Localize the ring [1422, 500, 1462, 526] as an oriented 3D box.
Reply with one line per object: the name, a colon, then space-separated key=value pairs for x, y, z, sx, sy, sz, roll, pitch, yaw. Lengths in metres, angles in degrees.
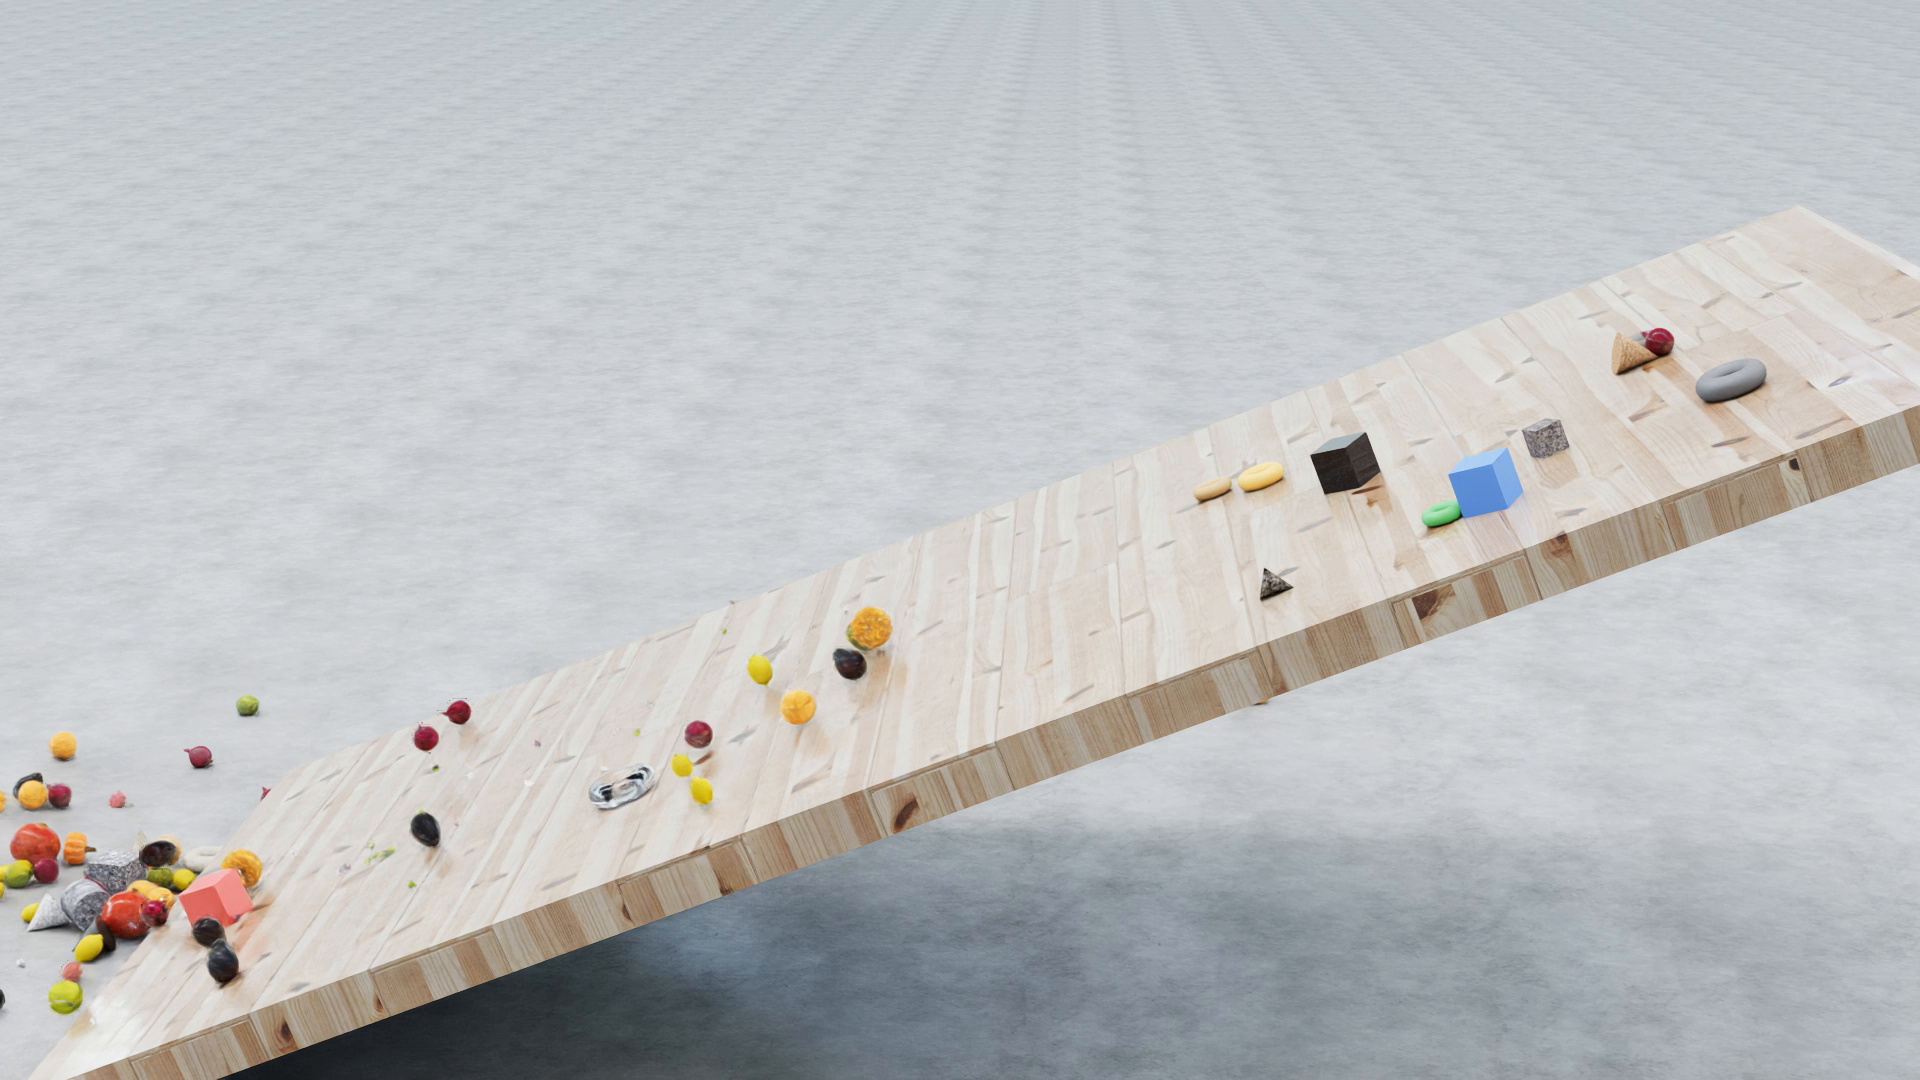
ring: x=0.913 y=-0.050 z=5.561 sx=0.083 sy=0.028 sz=0.083 roll=-20 pitch=12 yaw=4

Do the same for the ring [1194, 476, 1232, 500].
ring: x=0.556 y=-0.114 z=6.476 sx=0.089 sy=0.030 sz=0.089 roll=-22 pitch=11 yaw=4

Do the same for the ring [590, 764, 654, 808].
ring: x=-0.684 y=0.496 z=5.946 sx=0.143 sy=0.048 sz=0.143 roll=-20 pitch=13 yaw=5

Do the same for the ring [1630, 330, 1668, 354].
ring: x=1.443 y=-0.413 z=6.207 sx=0.107 sy=0.036 sz=0.107 roll=-20 pitch=13 yaw=5

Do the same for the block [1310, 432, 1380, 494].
block: x=0.799 y=-0.160 z=6.097 sx=0.090 sy=0.090 sz=0.090 roll=-11 pitch=16 yaw=41

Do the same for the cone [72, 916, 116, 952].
cone: x=-1.939 y=0.895 z=6.542 sx=0.086 sy=0.086 sz=0.086 roll=-28 pitch=16 yaw=-1

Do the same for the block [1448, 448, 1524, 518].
block: x=0.987 y=-0.107 z=5.524 sx=0.091 sy=0.091 sz=0.091 roll=-14 pitch=14 yaw=34

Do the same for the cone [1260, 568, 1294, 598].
cone: x=0.598 y=0.085 z=5.523 sx=0.061 sy=0.061 sz=0.061 roll=7 pitch=15 yaw=8

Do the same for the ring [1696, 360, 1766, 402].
ring: x=1.479 y=-0.307 z=5.643 sx=0.137 sy=0.046 sz=0.137 roll=-22 pitch=13 yaw=5

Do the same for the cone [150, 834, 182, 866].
cone: x=-1.897 y=0.743 z=7.051 sx=0.075 sy=0.075 sz=0.075 roll=-6 pitch=-5 yaw=-24

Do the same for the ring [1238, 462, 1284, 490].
ring: x=0.654 y=-0.138 z=6.399 sx=0.105 sy=0.035 sz=0.105 roll=-20 pitch=13 yaw=5

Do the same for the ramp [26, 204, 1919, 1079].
ramp: x=0.121 y=0.174 z=6.292 sx=4.000 sy=0.100 sz=2.000 roll=-20 pitch=12 yaw=7

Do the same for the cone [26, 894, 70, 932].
cone: x=-2.085 y=0.863 z=6.676 sx=0.088 sy=0.088 sz=0.088 roll=-39 pitch=32 yaw=-26

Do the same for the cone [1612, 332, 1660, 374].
cone: x=1.412 y=-0.385 z=6.122 sx=0.089 sy=0.089 sz=0.089 roll=5 pitch=14 yaw=0

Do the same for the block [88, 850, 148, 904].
block: x=-1.968 y=0.787 z=6.872 sx=0.094 sy=0.094 sz=0.094 roll=3 pitch=14 yaw=13

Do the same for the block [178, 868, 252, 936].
block: x=-1.578 y=0.766 z=6.234 sx=0.094 sy=0.094 sz=0.094 roll=-18 pitch=12 yaw=19

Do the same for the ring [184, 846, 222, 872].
ring: x=-1.806 y=0.767 z=7.073 sx=0.117 sy=0.039 sz=0.117 roll=-1 pitch=14 yaw=0

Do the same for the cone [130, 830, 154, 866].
cone: x=-1.980 y=0.736 z=7.113 sx=0.082 sy=0.082 sz=0.082 roll=0 pitch=14 yaw=0

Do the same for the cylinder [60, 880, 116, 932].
cylinder: x=-1.980 y=0.831 z=6.684 sx=0.097 sy=0.097 sz=0.097 roll=-9 pitch=16 yaw=-33

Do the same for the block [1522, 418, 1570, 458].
block: x=1.142 y=-0.198 z=5.734 sx=0.058 sy=0.058 sz=0.058 roll=-25 pitch=12 yaw=-13

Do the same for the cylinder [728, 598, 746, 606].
cylinder: x=-0.701 y=0.213 z=9.340 sx=0.052 sy=0.052 sz=0.052 roll=-9 pitch=16 yaw=-33
